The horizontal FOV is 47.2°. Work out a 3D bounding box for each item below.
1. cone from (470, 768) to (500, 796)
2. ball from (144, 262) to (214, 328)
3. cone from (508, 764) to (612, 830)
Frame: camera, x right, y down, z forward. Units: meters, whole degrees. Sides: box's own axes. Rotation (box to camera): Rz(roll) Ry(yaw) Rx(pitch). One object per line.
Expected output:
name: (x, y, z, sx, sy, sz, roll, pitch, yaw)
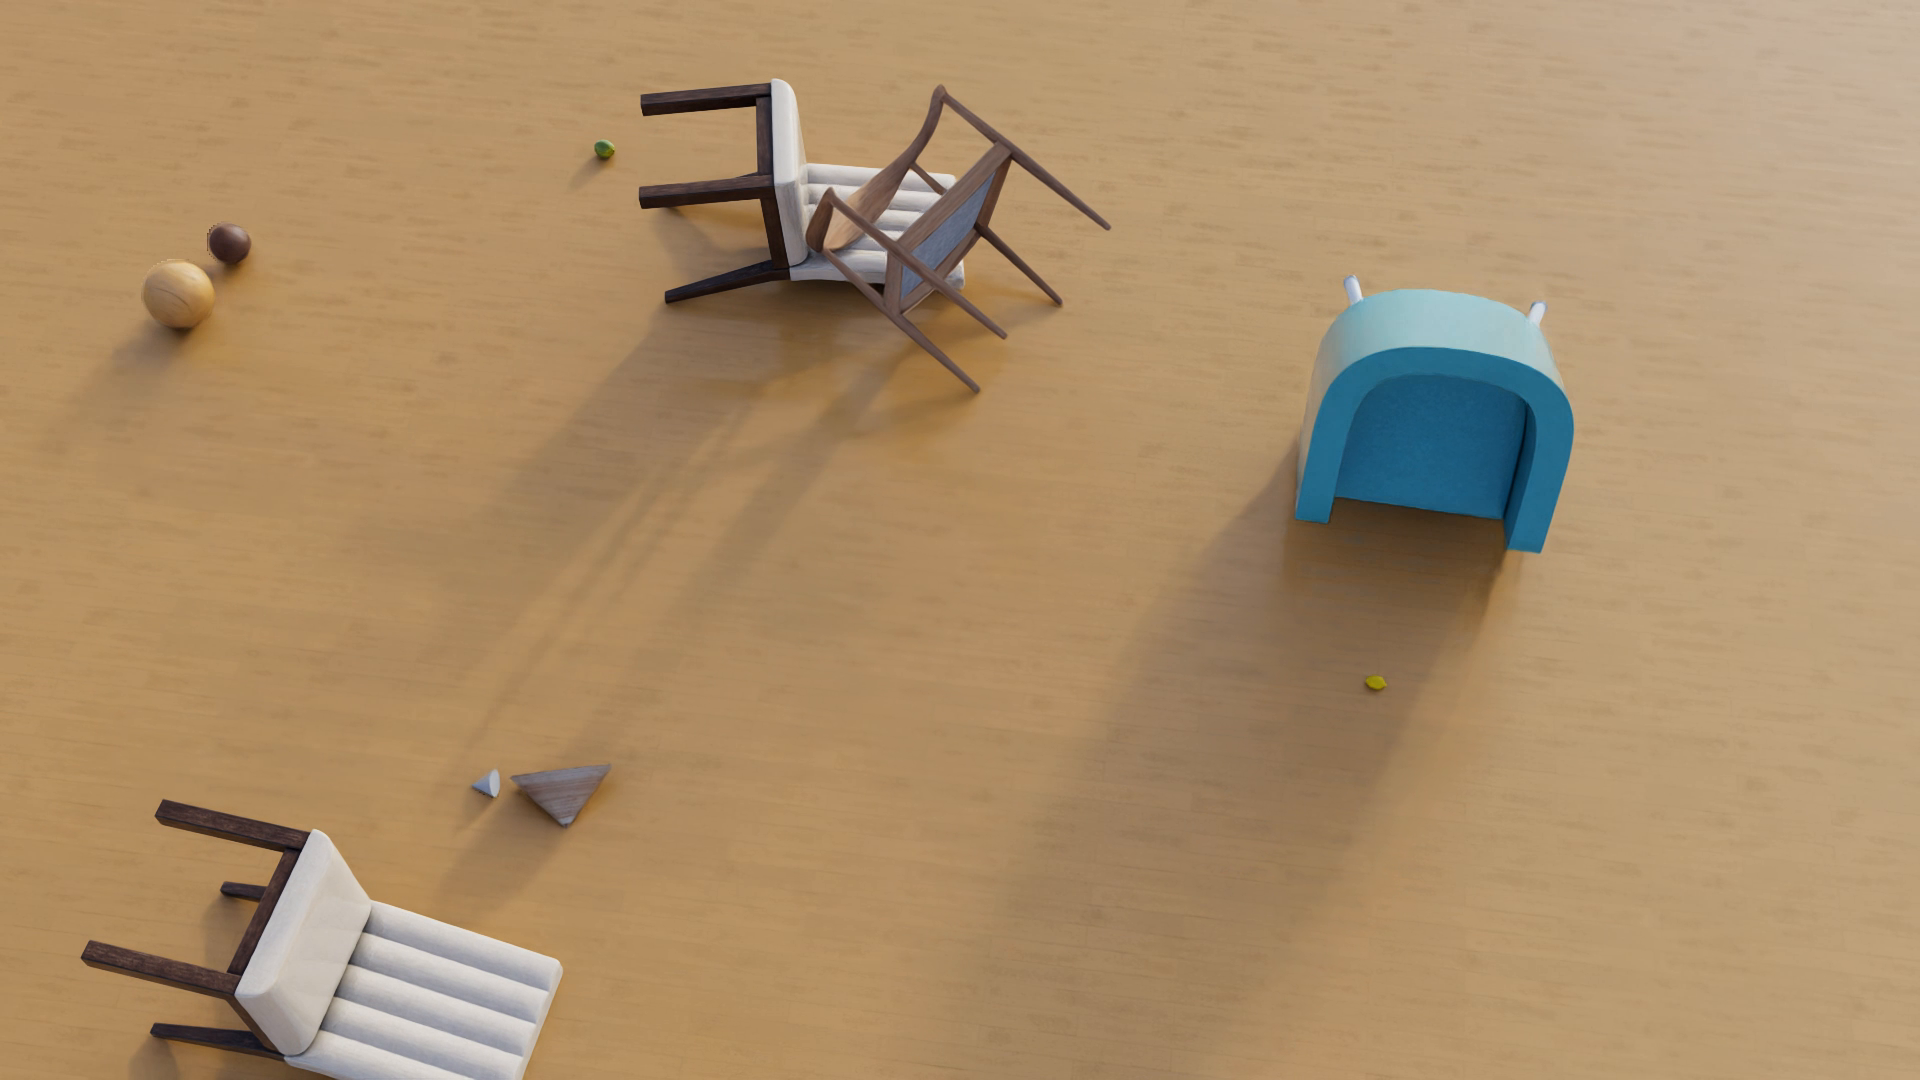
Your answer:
cone: (-1.326, 0.677, 6.104, 0.078, 0.052, 0.079, -8, 67, 18)
ball: (-2.473, -0.776, 6.966, 0.214, 0.214, 0.214, 0, 56, 0)
cone: (-1.090, 0.716, 6.050, 0.290, 0.161, 0.163, -7, 83, -5)
